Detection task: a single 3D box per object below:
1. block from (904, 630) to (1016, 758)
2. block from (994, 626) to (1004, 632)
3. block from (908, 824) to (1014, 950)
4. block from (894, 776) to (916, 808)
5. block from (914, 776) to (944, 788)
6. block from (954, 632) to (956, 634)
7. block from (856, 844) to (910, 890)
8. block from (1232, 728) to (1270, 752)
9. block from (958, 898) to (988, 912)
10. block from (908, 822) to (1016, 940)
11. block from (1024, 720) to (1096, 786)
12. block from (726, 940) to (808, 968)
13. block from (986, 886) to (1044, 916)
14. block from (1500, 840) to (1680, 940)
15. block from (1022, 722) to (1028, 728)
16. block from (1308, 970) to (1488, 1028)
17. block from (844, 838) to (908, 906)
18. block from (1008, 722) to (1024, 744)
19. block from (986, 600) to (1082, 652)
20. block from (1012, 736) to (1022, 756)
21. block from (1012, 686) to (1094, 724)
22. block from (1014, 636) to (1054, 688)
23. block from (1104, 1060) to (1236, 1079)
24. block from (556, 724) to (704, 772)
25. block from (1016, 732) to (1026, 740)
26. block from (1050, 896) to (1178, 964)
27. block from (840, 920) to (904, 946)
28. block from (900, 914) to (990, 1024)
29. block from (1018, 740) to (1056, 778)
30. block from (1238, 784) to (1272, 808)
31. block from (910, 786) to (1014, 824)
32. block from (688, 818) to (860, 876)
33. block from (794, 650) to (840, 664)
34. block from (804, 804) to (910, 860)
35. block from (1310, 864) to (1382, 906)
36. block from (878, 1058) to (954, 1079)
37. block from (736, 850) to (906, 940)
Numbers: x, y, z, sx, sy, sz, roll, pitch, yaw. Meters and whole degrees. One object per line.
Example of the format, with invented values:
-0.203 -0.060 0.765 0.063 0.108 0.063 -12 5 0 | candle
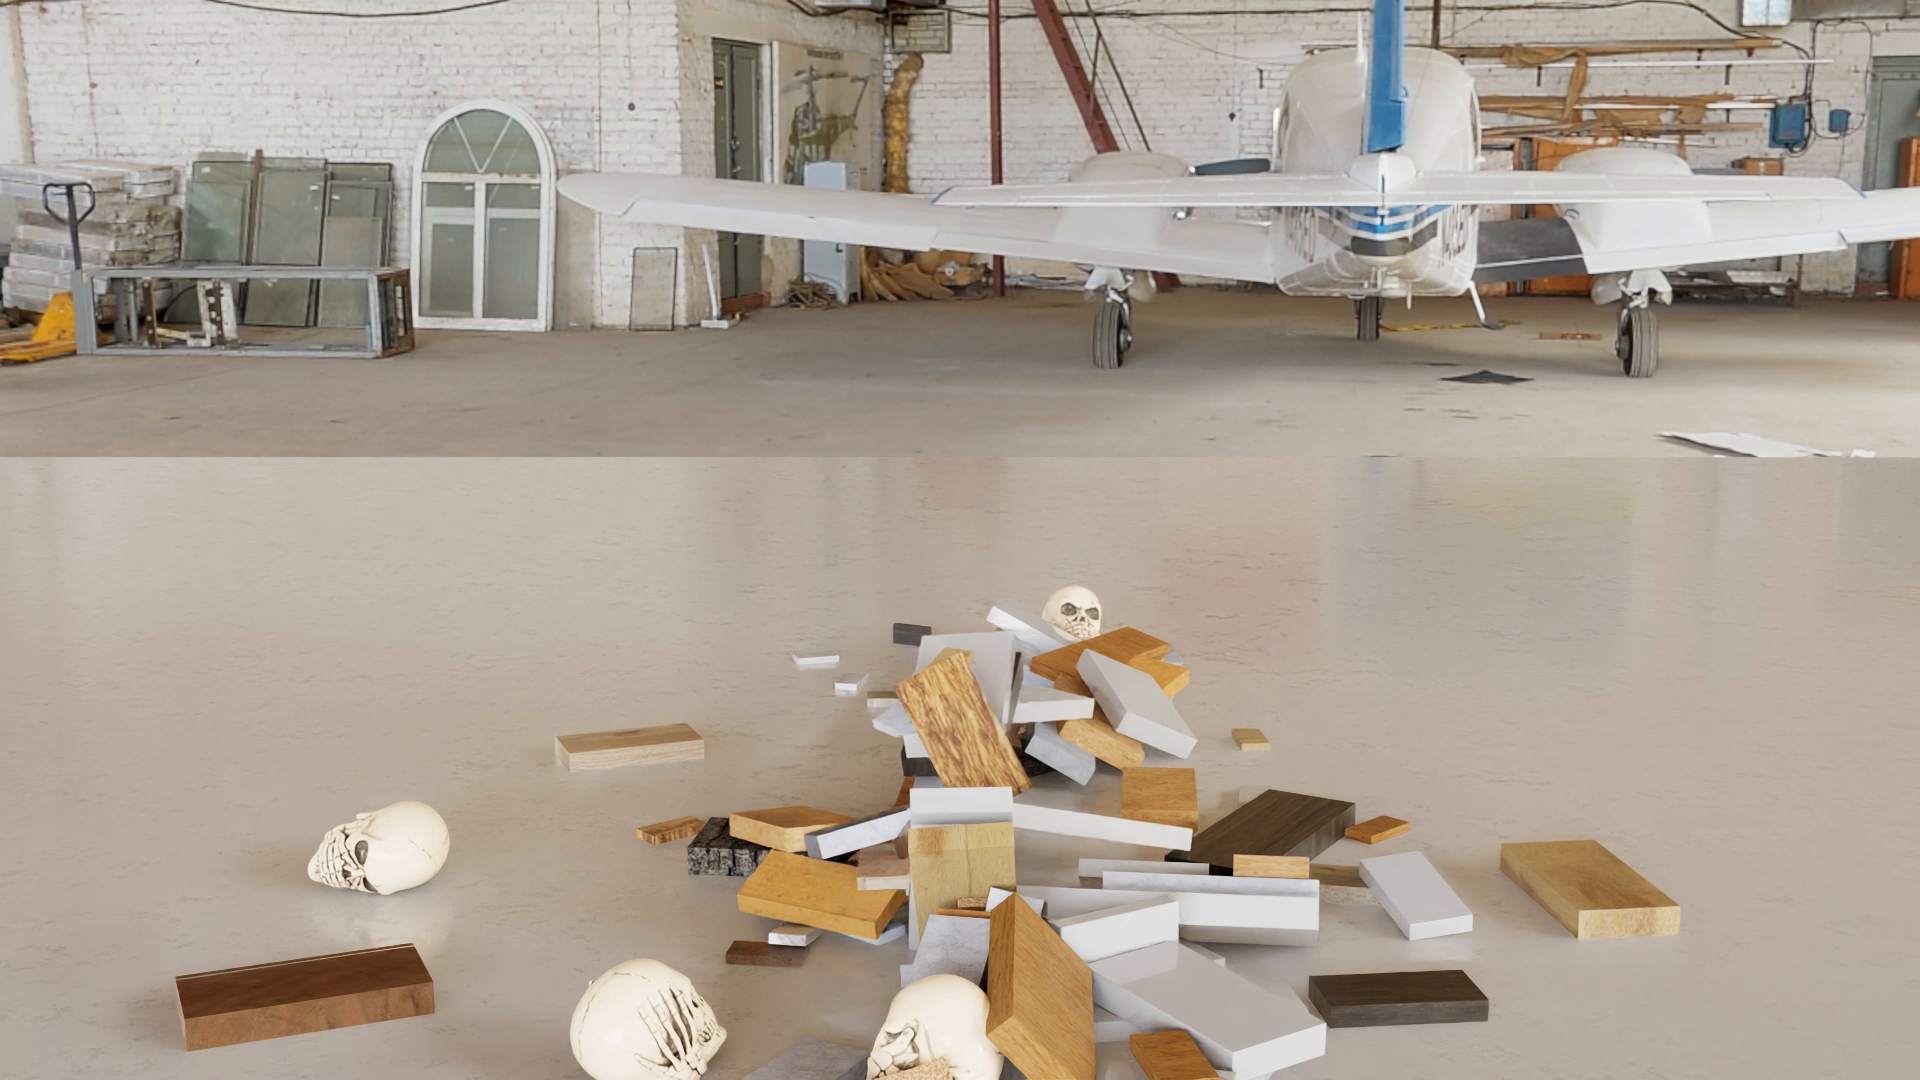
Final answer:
0.003 0.272 3.924 0.169 0.048 0.338 -4 27 7 | block
0.150 0.239 5.413 0.116 0.033 0.231 13 13 10 | block
-0.001 0.526 3.318 0.149 0.299 0.042 -1 51 -3 | block
-0.023 0.420 3.953 0.132 0.037 0.318 2 27 11 | block
-0.018 0.436 3.839 0.121 0.034 0.474 -1 27 7 | block
0.032 0.251 5.440 0.134 0.019 0.067 4 11 23 | block
-0.070 0.516 3.484 0.179 0.025 0.090 -2 26 4 | block
0.603 0.415 4.570 0.057 0.016 0.114 -1 11 -4 | block
0.034 0.594 3.229 0.077 0.153 0.022 0 27 -2 | block
0.010 0.528 3.240 0.149 0.299 0.042 -4 45 1 | block
0.198 0.403 4.351 0.135 0.038 0.270 30 9 -2 | block
-0.296 0.636 3.376 0.117 0.017 0.059 1 11 7 | block
0.065 0.583 3.163 0.077 0.153 0.022 13 -3 12 | block
1.034 0.573 3.630 0.167 0.047 0.334 -1 11 -7 | block
0.198 0.400 4.555 0.130 0.018 0.065 26 23 38 | block
0.633 0.664 3.183 0.231 0.033 0.116 -1 11 -6 | block
-0.094 0.522 3.608 0.121 0.034 0.241 17 36 34 | block
0.029 0.373 4.177 0.132 0.037 0.265 3 16 12 | block
0.198 0.223 5.075 0.259 0.037 0.130 29 12 13 | block
0.056 0.398 4.362 0.130 0.018 0.065 10 14 -6 | block
0.122 0.312 4.176 0.132 0.037 0.265 11 6 40 | block
0.187 0.284 4.996 0.168 0.048 0.336 26 12 1 | block
0.242 0.741 2.730 0.164 0.046 0.328 3 11 13 | block
-0.672 0.421 4.471 0.275 0.039 0.137 -4 11 -22 | block
0.172 0.410 4.591 0.064 0.018 0.128 8 13 35 | block
0.225 0.590 3.202 0.209 0.104 0.030 -6 12 -31 | block
-0.153 0.613 3.495 0.123 0.017 0.062 9 14 41 | block
-0.012 0.589 3.029 0.099 0.028 0.197 3 27 11 | block
0.049 0.446 4.342 0.270 0.038 0.135 -8 13 -38 | block
0.559 0.489 4.167 0.058 0.016 0.116 2 11 9 | block
-0.001 0.473 3.320 0.149 0.299 0.042 -1 51 -2 | block
-0.287 0.537 3.822 0.339 0.048 0.170 1 11 7 | block
-0.346 0.283 5.285 0.100 0.014 0.050 -4 11 -19 | block
-0.112 0.457 3.536 0.263 0.037 0.131 -14 -2 -15 | block
0.658 0.575 3.666 0.211 0.030 0.105 2 11 12 | block
-0.092 0.718 2.699 0.214 0.107 0.030 -8 -25 -36 | block
-0.218 0.561 3.488 0.241 0.034 0.121 8 32 22 | block
